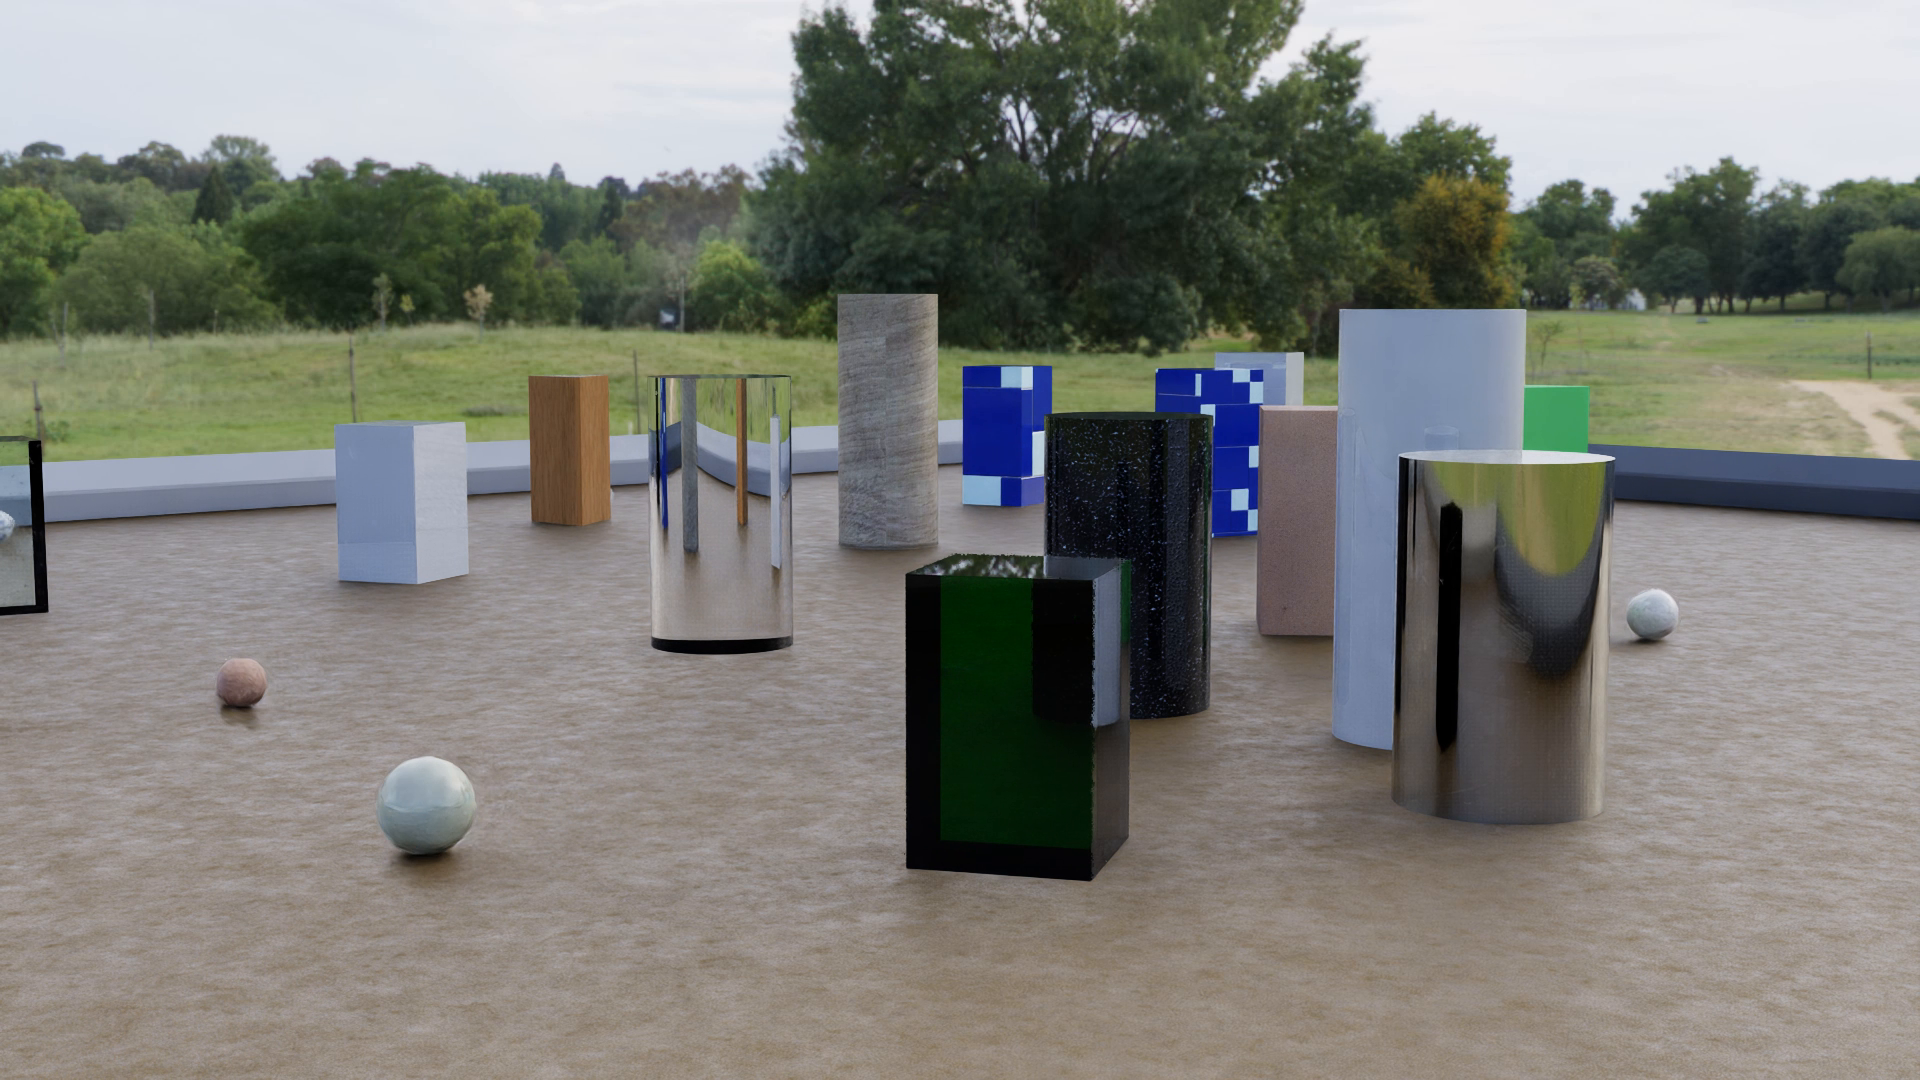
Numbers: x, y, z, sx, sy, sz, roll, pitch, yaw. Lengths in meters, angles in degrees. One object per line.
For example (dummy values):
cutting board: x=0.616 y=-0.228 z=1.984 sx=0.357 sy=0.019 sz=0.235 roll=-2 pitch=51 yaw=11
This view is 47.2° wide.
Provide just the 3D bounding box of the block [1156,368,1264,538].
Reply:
block: x=0.490 y=-0.175 z=4.339 sx=0.150 sy=0.324 sz=0.150 roll=-4 pitch=7 yaw=-30

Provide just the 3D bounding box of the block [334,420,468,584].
block: x=-0.921 y=-0.066 z=3.632 sx=0.150 sy=0.255 sz=0.150 roll=2 pitch=6 yaw=20

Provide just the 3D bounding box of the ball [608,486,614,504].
ball: x=-0.800 y=-0.099 z=4.925 sx=0.049 sy=0.049 sz=0.049 roll=0 pitch=6 yaw=0

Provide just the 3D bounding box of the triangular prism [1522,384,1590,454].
triangular prism: x=0.676 y=-0.021 z=2.772 sx=0.163 sy=0.347 sz=0.141 roll=-3 pitch=7 yaw=-25

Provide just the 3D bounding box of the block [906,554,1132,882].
block: x=0.050 y=0.139 z=1.791 sx=0.150 sy=0.236 sz=0.150 roll=2 pitch=6 yaw=16

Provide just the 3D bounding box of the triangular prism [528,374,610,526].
triangular prism: x=-0.790 y=-0.191 z=4.591 sx=0.163 sy=0.303 sz=0.141 roll=5 pitch=8 yaw=42

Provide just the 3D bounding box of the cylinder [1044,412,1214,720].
cylinder: x=0.187 y=0.023 z=2.462 sx=0.188 sy=0.325 sz=0.188 roll=0 pitch=6 yaw=0

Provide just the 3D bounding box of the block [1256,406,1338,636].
block: x=0.492 y=-0.030 z=3.054 sx=0.150 sy=0.306 sz=0.150 roll=1 pitch=6 yaw=5

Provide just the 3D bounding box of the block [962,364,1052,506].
block: x=0.108 y=-0.241 z=5.016 sx=0.150 sy=0.312 sz=0.150 roll=3 pitch=7 yaw=29

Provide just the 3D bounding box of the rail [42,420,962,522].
rail: x=-1.480 y=-0.137 z=4.927 sx=4.732 sy=0.122 sz=0.045 roll=-6 pitch=8 yaw=-42

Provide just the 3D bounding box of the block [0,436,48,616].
block: x=-1.438 y=-0.021 z=3.228 sx=0.150 sy=0.252 sz=0.150 roll=-4 pitch=7 yaw=-33

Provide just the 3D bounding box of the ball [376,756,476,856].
ball: x=-0.436 y=0.217 z=1.794 sx=0.080 sy=0.080 sz=0.080 roll=0 pitch=6 yaw=0

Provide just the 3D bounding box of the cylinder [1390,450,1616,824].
cylinder: x=0.486 y=0.081 z=1.975 sx=0.188 sy=0.312 sz=0.188 roll=0 pitch=6 yaw=0

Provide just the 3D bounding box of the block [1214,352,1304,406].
block: x=0.627 y=-0.218 z=4.616 sx=0.150 sy=0.350 sz=0.150 roll=2 pitch=7 yaw=22

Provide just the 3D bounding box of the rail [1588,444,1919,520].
rail: x=1.722 y=-0.135 z=4.912 sx=0.045 sy=0.122 sz=4.411 roll=-6 pitch=8 yaw=-42

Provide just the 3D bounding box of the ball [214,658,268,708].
ball: x=-0.802 y=0.159 z=2.455 sx=0.056 sy=0.056 sz=0.056 roll=0 pitch=6 yaw=0

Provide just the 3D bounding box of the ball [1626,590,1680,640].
ball: x=0.930 y=0.100 z=2.952 sx=0.068 sy=0.068 sz=0.068 roll=0 pitch=6 yaw=0

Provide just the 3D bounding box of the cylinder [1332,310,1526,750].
cylinder: x=0.484 y=-0.016 z=2.275 sx=0.188 sy=0.442 sz=0.188 roll=0 pitch=6 yaw=0

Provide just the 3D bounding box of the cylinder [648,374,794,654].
cylinder: x=-0.315 y=-0.038 z=2.902 sx=0.188 sy=0.354 sz=0.188 roll=0 pitch=6 yaw=0

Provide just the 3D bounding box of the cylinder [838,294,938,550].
cylinder: x=-0.135 y=-0.225 z=4.124 sx=0.188 sy=0.469 sz=0.188 roll=0 pitch=6 yaw=0

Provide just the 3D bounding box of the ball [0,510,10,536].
ball: x=-1.867 y=-0.031 z=4.245 sx=0.058 sy=0.058 sz=0.058 roll=0 pitch=6 yaw=0
